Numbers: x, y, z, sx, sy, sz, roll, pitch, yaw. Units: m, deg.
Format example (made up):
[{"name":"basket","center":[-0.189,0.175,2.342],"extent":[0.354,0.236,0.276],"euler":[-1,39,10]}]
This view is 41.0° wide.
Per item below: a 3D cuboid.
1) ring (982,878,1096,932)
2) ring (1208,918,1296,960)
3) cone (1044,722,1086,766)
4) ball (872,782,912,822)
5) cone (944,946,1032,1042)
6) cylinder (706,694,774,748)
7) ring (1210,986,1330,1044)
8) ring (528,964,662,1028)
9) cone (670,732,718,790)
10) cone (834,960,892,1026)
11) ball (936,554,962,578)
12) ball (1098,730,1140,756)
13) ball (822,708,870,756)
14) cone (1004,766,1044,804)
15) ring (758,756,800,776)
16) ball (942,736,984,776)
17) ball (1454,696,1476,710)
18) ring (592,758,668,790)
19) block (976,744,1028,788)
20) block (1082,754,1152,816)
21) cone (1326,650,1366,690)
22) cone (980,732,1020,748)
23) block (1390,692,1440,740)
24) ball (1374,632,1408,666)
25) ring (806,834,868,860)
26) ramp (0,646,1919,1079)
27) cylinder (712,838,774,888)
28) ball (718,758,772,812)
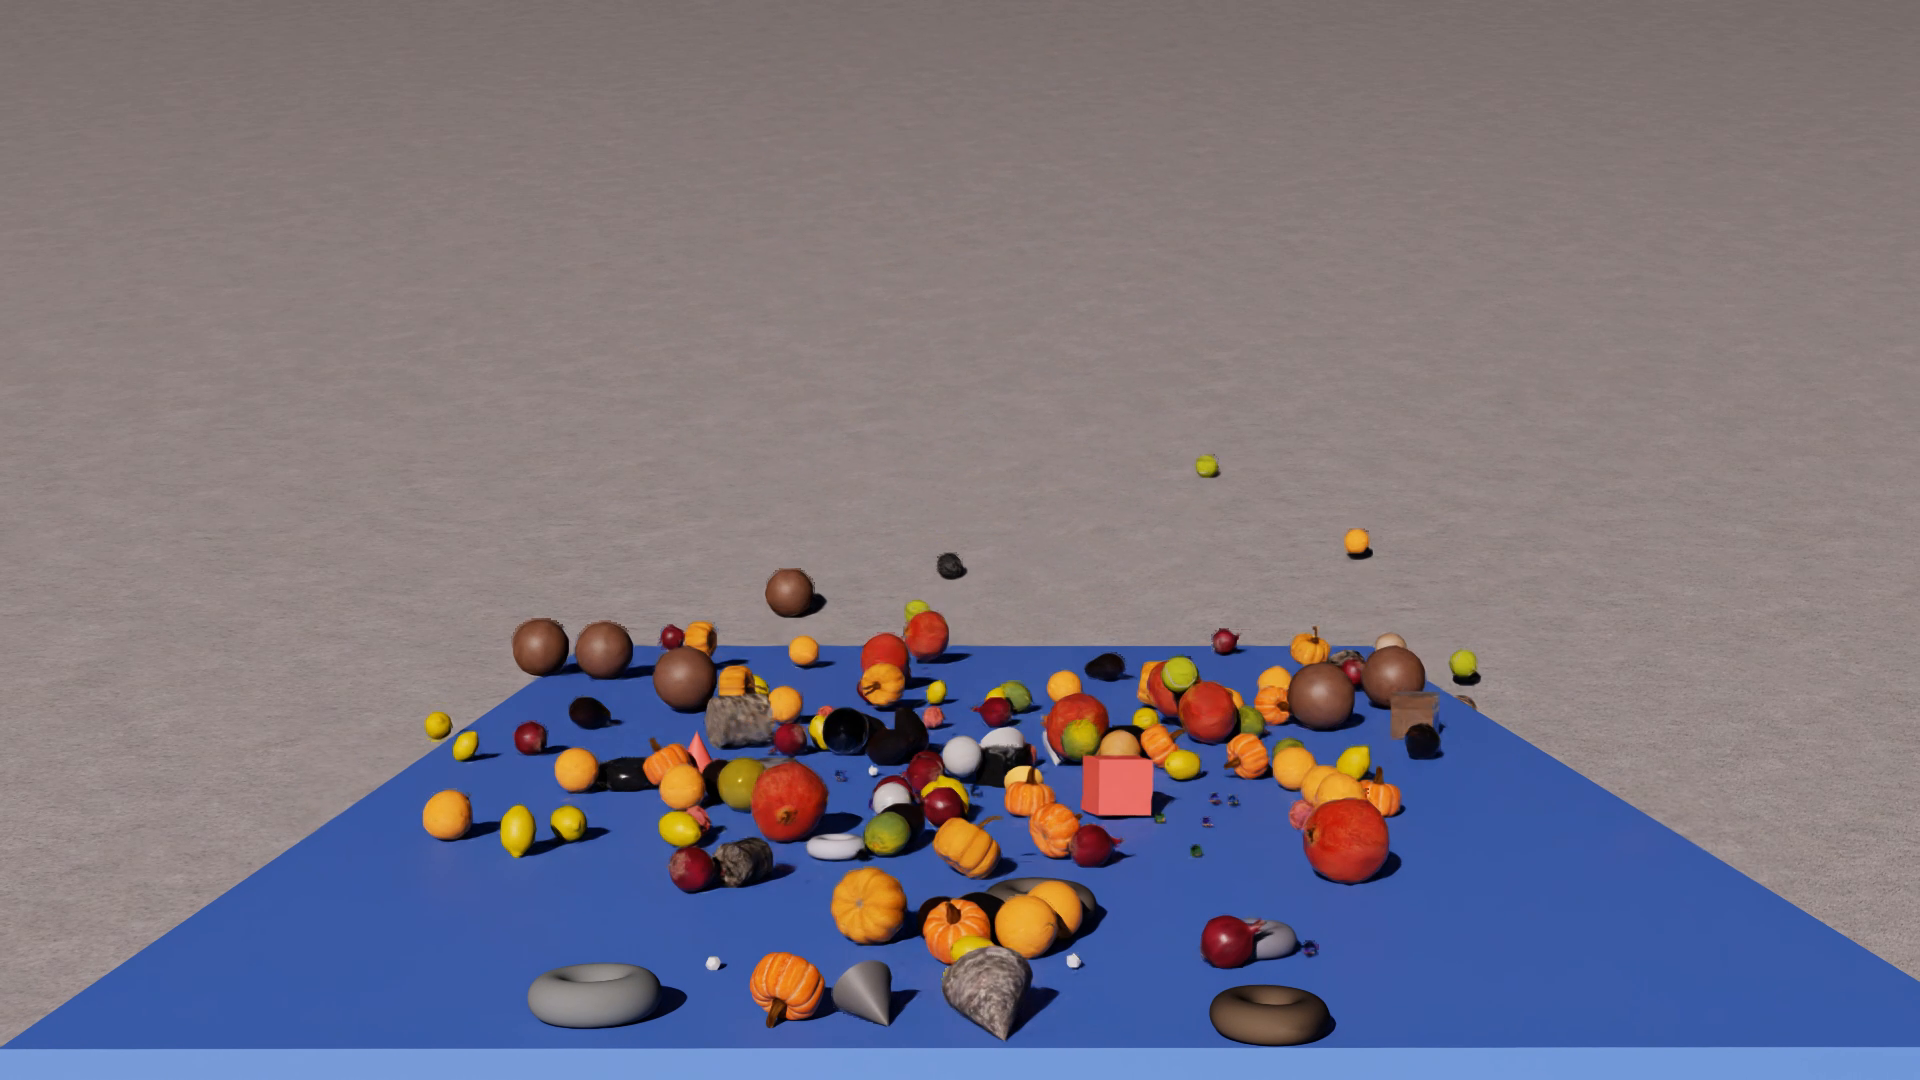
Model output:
[{"name":"ring","center":[0.097,0.444,3.127],"extent":[0.139,0.046,0.139],"euler":[1,4,0]},{"name":"ring","center":[0.336,0.459,2.960],"extent":[0.103,0.034,0.103],"euler":[1,2,0]},{"name":"cone","center":[0.173,0.371,4.470],"extent":[0.078,0.078,0.078],"euler":[6,38,16]},{"name":"ball","center":[-0.102,0.394,3.866],"extent":[0.060,0.060,0.060],"euler":[0,21,0]},{"name":"cone","center":[0.037,0.476,2.596],"extent":[0.093,0.093,0.093],"euler":[-4,31,-9]},{"name":"cylinder","center":[-0.400,0.329,4.668],"extent":[0.094,0.094,0.094],"euler":[-3,20,-28]},{"name":"ring","center":[0.311,0.478,2.586],"extent":[0.121,0.040,0.121],"euler":[1,4,0]},{"name":"ring","center":[-0.378,0.471,2.661],"extent":[0.139,0.046,0.139],"euler":[-1,2,0]},{"name":"cone","center":[-0.431,0.358,4.209],"extent":[0.091,0.091,0.091],"euler":[0,3,0]},{"name":"cone","center":[-0.087,0.480,2.642],"extent":[0.067,0.067,0.067],"euler":[-9,34,-23]},{"name":"ball","center":[-0.030,0.073,7.221],"extent":[0.070,0.070,0.070],"euler":[0,21,0]},{"name":"ball","center":[0.272,0.359,4.376],"extent":[0.071,0.071,0.071],"euler":[0,21,0]},{"name":"ball","center":[-0.203,0.340,4.571],"extent":[0.086,0.086,0.086],"euler":[0,21,0]},{"name":"cone","center":[0.101,0.399,4.046],"extent":[0.063,0.063,0.063],"euler":[0,30,0]},{"name":"ring","center":[-0.310,0.383,4.351],"extent":[0.077,0.026,0.077],"euler":[-1,3,0]},{"name":"ball","center":[0.004,0.354,4.205],"extent":[0.067,0.067,0.067],"euler":[0,21,0]},{"name":"ball","center":[1.223,0.417,6.270],"extent":[0.077,0.077,0.077],"euler":[0,21,0]},{"name":"ring","center":[-0.540,0.384,4.211],"extent":[0.123,0.041,0.123],"euler":[0,4,0]},{"name":"block","center":[0.069,0.372,4.234],"extent":[0.060,0.060,0.060],"euler":[3,4,41]},{"name":"block","center":[0.240,0.374,3.923],"extent":[0.085,0.085,0.085],"euler":[2,0,-14]},{"name":"cone","center":[0.850,0.302,5.610],"extent":[0.090,0.090,0.090],"euler":[-1,30,-3]},{"name":"cone","center":[0.084,0.377,4.323],"extent":[0.090,0.090,0.090],"euler":[-10,14,-25]},{"name":"block","center":[0.851,0.329,4.808],"extent":[0.080,0.080,0.080],"euler":[1,3,18]},{"name":"ball","center":[1.017,0.257,6.066],"extent":[0.078,0.078,0.078],"euler":[0,21,0]},{"name":"ring","center":[-0.172,0.427,3.572],"extent":[0.086,0.029,0.086],"euler":[0,2,0]},{"name":"ramp","center":[0.048,0.435,4.532],"extent":[2.000,0.100,4.000],"euler":[0,3,0]},{"name":"cylinder","center":[-0.285,0.424,3.375],"extent":[0.057,0.057,0.057],"euler":[14,10,32]},{"name":"ball","center":[-0.332,0.377,3.958],"extent":[0.084,0.084,0.084],"euler":[0,21,0]}]
